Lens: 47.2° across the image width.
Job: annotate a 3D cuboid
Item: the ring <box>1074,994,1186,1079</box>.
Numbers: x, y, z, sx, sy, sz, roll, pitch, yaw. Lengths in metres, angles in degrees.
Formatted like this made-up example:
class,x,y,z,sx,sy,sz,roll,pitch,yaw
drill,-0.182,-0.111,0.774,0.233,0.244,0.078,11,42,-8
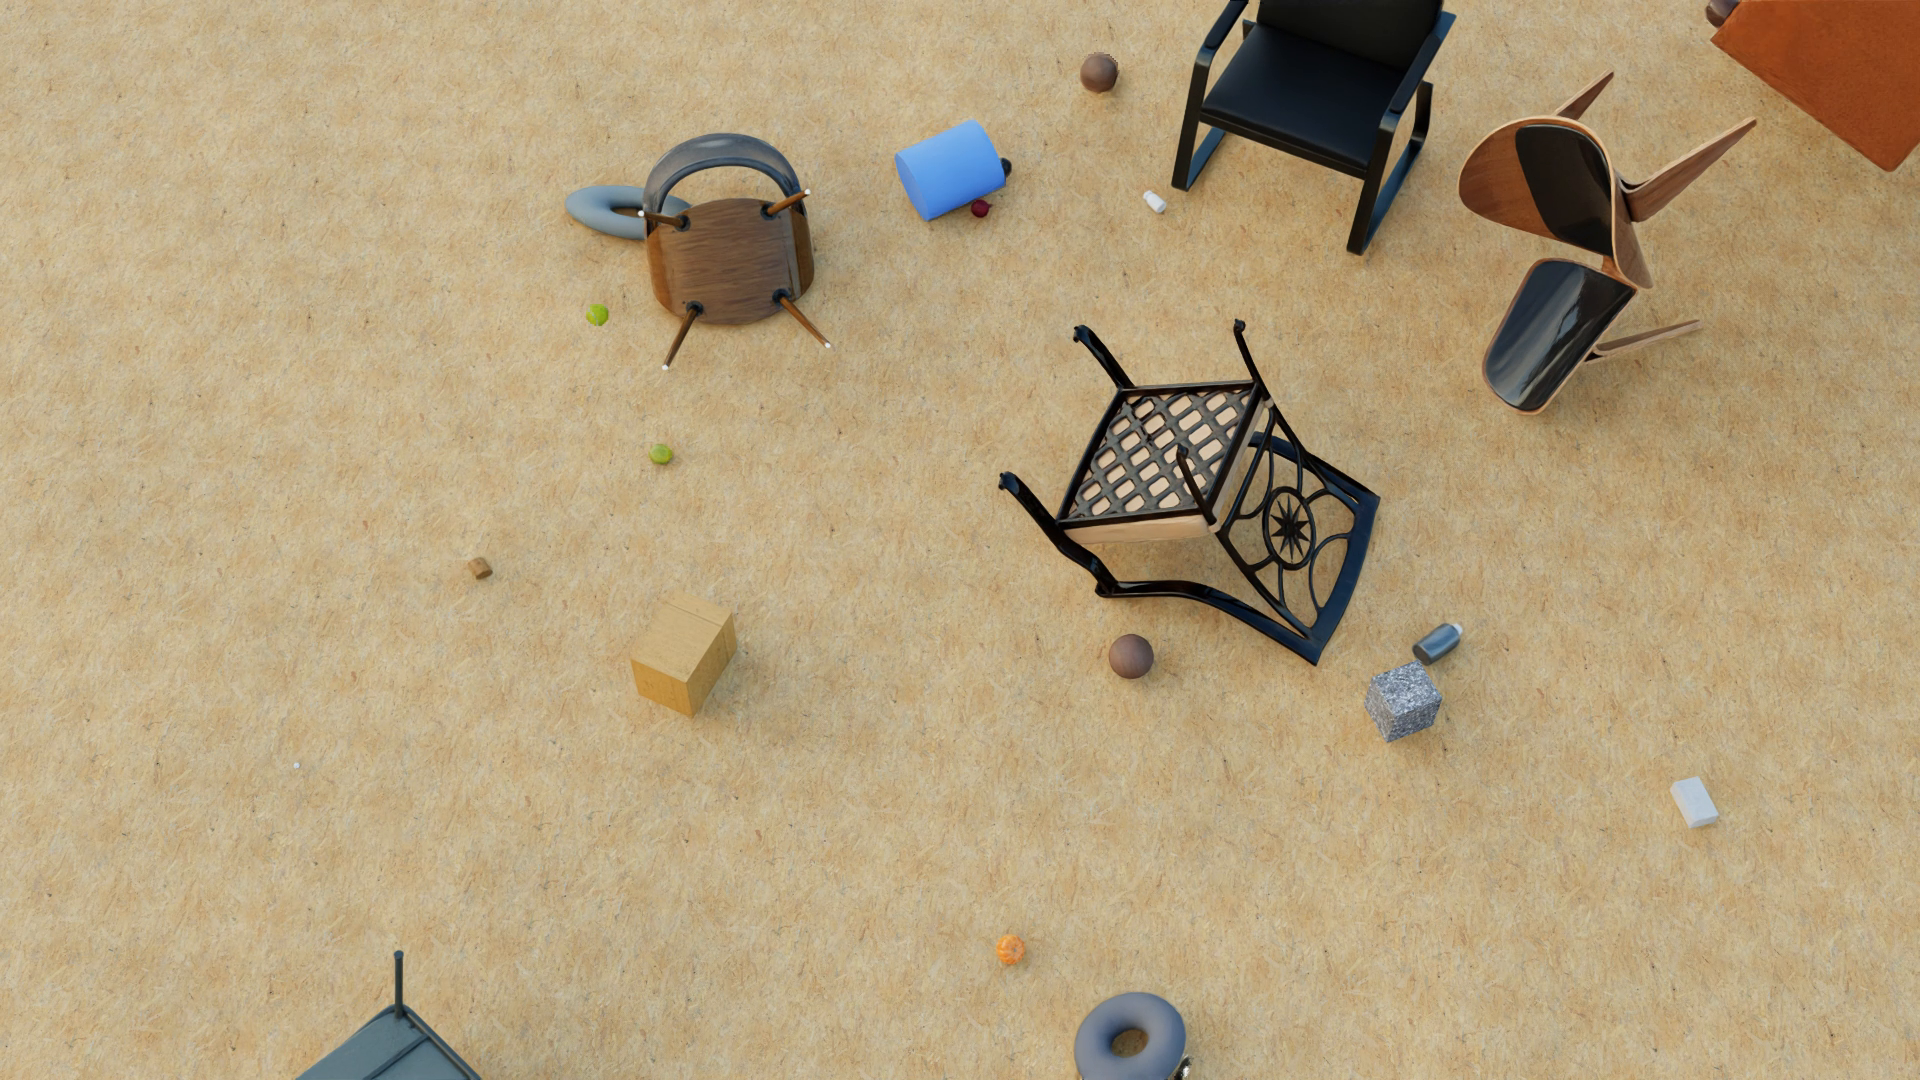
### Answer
class,x,y,z,sx,sy,sz,roll,pitch,yaw
ring,0.433,1.288,5.622,0.301,0.087,0.283,-41,46,-23

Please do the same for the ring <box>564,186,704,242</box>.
class,x,y,z,sx,sy,sz,roll,pitch,yaw
ring,-1.073,-1.078,7.251,0.483,0.078,0.200,11,56,8

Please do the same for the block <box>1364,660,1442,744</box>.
class,x,y,z,sx,sy,sz,roll,pitch,yaw
block,1.243,0.454,6.176,0.148,0.155,0.136,-19,58,-13

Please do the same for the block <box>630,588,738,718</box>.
class,x,y,z,sx,sy,sz,roll,pitch,yaw
block,-0.780,0.321,6.237,0.179,0.202,0.258,22,59,14

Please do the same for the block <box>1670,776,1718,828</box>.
class,x,y,z,sx,sy,sz,roll,pitch,yaw
block,2.023,0.723,6.061,0.074,0.047,0.124,-13,57,-9

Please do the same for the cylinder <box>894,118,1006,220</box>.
class,x,y,z,sx,sy,sz,roll,pitch,yaw
cylinder,-0.034,-1.222,7.257,0.284,0.195,0.249,-26,78,-10

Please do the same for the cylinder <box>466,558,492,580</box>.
class,x,y,z,sx,sy,sz,roll,pitch,yaw
cylinder,-1.419,0.084,6.497,0.057,0.032,0.055,-20,57,-33

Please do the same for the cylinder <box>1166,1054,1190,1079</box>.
class,x,y,z,sx,sy,sz,roll,pitch,yaw
cylinder,0.533,1.356,5.617,0.066,0.058,0.111,13,49,33
